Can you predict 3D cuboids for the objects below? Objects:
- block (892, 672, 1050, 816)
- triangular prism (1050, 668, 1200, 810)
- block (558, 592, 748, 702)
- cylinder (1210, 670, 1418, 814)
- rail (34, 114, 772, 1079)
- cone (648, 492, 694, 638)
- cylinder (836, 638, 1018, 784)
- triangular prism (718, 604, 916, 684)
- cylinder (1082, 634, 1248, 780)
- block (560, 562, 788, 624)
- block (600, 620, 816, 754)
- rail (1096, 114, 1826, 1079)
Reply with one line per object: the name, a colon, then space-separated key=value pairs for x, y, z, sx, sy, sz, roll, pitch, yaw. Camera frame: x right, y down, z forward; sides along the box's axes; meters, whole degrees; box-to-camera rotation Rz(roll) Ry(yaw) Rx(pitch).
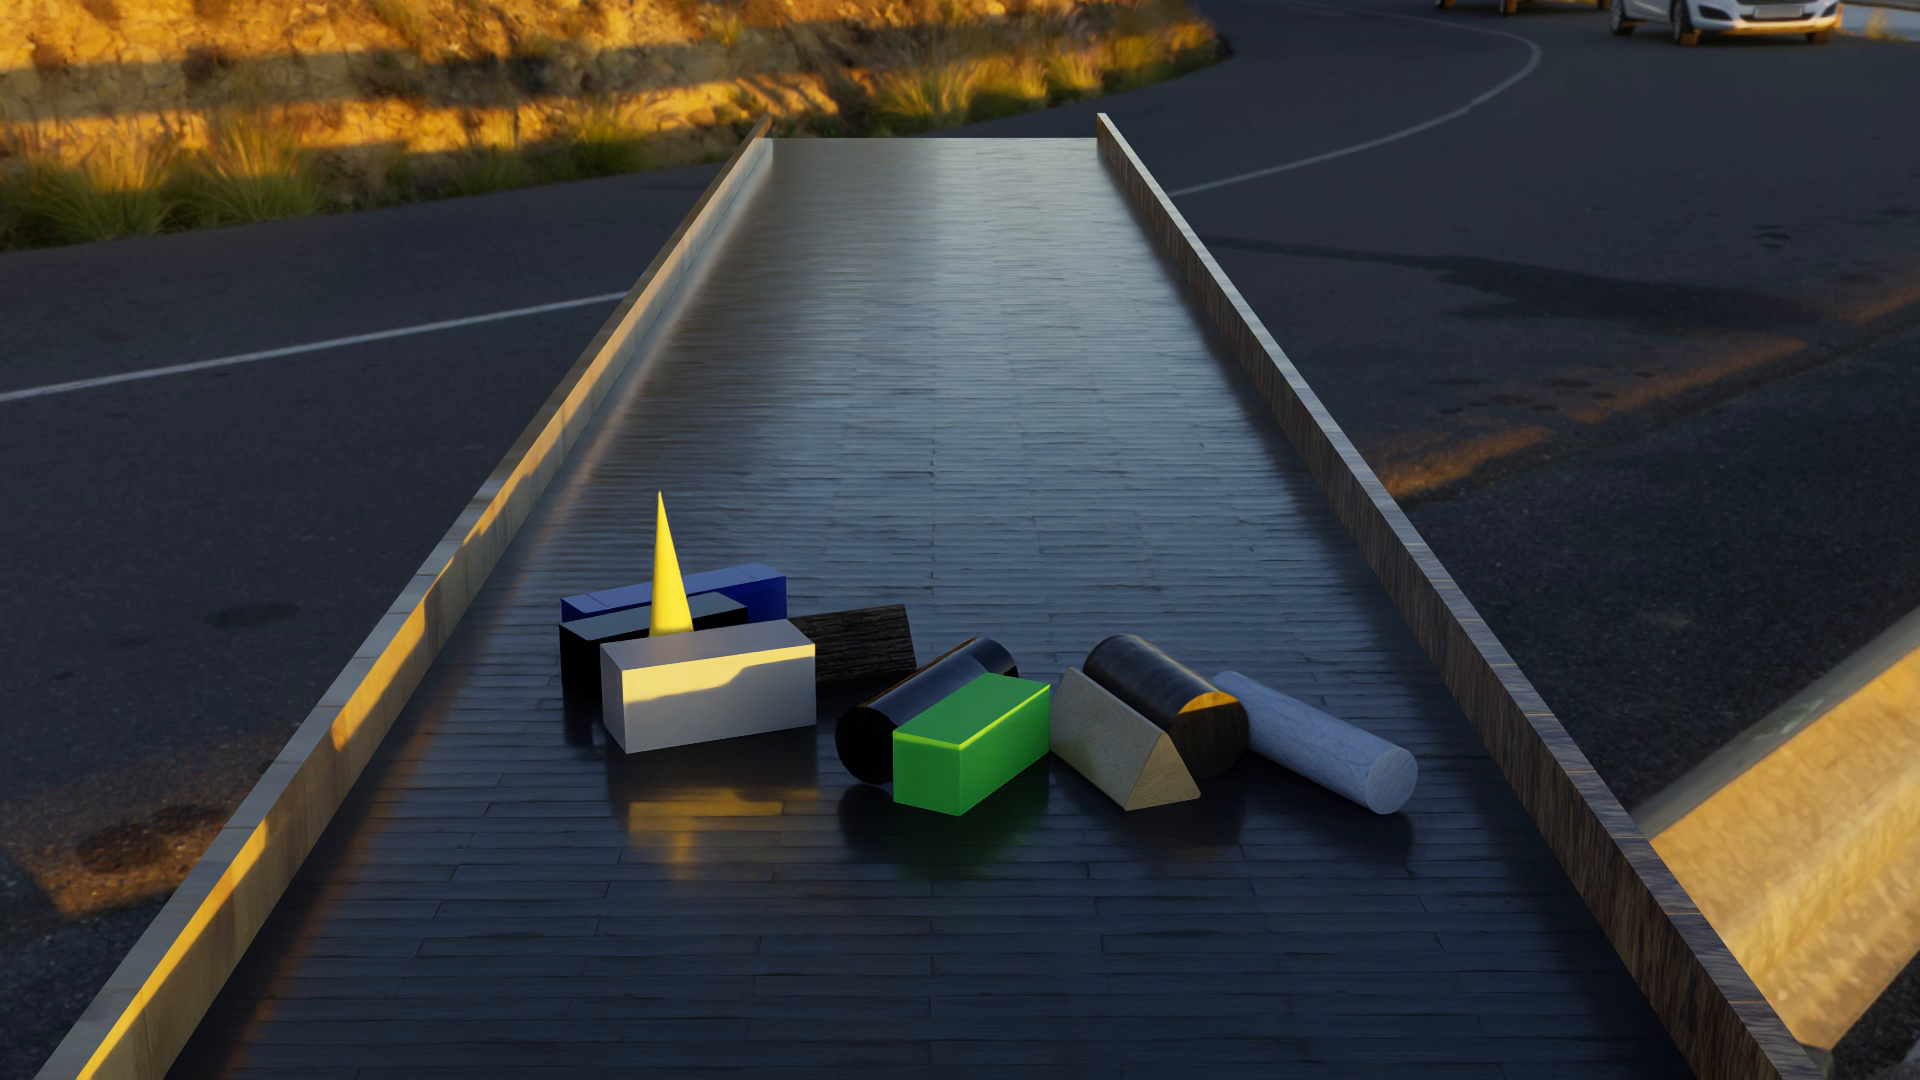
block: x=0.024 y=0.350 z=3.823 sx=0.129 sy=0.129 sz=0.331 roll=9 pitch=19 yaw=28
triangular prism: x=0.273 y=0.337 z=3.859 sx=0.146 sy=0.126 sz=0.356 roll=-7 pitch=18 yaw=-22
block: x=-0.598 y=0.206 z=4.317 sx=0.348 sy=0.123 sz=0.123 roll=-12 pitch=20 yaw=-34
cylinder: x=0.602 y=0.349 z=3.847 sx=0.118 sy=0.118 sz=0.442 roll=-10 pitch=19 yaw=-31
rail: x=-1.118 y=-0.838 z=7.780 sx=0.050 sy=0.150 sz=12.000 roll=0 pitch=17 yaw=-1
cone: x=-0.550 y=0.103 z=4.150 sx=0.125 sy=0.411 sz=0.125 roll=-3 pitch=15 yaw=1
cylinder: x=-0.054 y=0.302 z=3.960 sx=0.141 sy=0.141 sz=0.418 roll=9 pitch=19 yaw=28
triangular prism: x=-0.296 y=0.205 z=4.316 sx=0.400 sy=0.119 sz=0.138 roll=-7 pitch=17 yaw=-21
cylinder: x=0.364 y=0.295 z=3.956 sx=0.160 sy=0.160 sz=0.337 roll=-7 pitch=18 yaw=-22
block: x=-0.583 y=0.151 z=4.516 sx=0.453 sy=0.116 sz=0.116 roll=-11 pitch=20 yaw=-32
block: x=-0.464 y=0.266 z=4.055 sx=0.362 sy=0.158 sz=0.158 roll=-7 pitch=18 yaw=-22
rail: x=0.932 y=-0.844 z=7.801 sx=0.050 sy=0.150 sz=12.000 roll=0 pitch=17 yaw=-1
